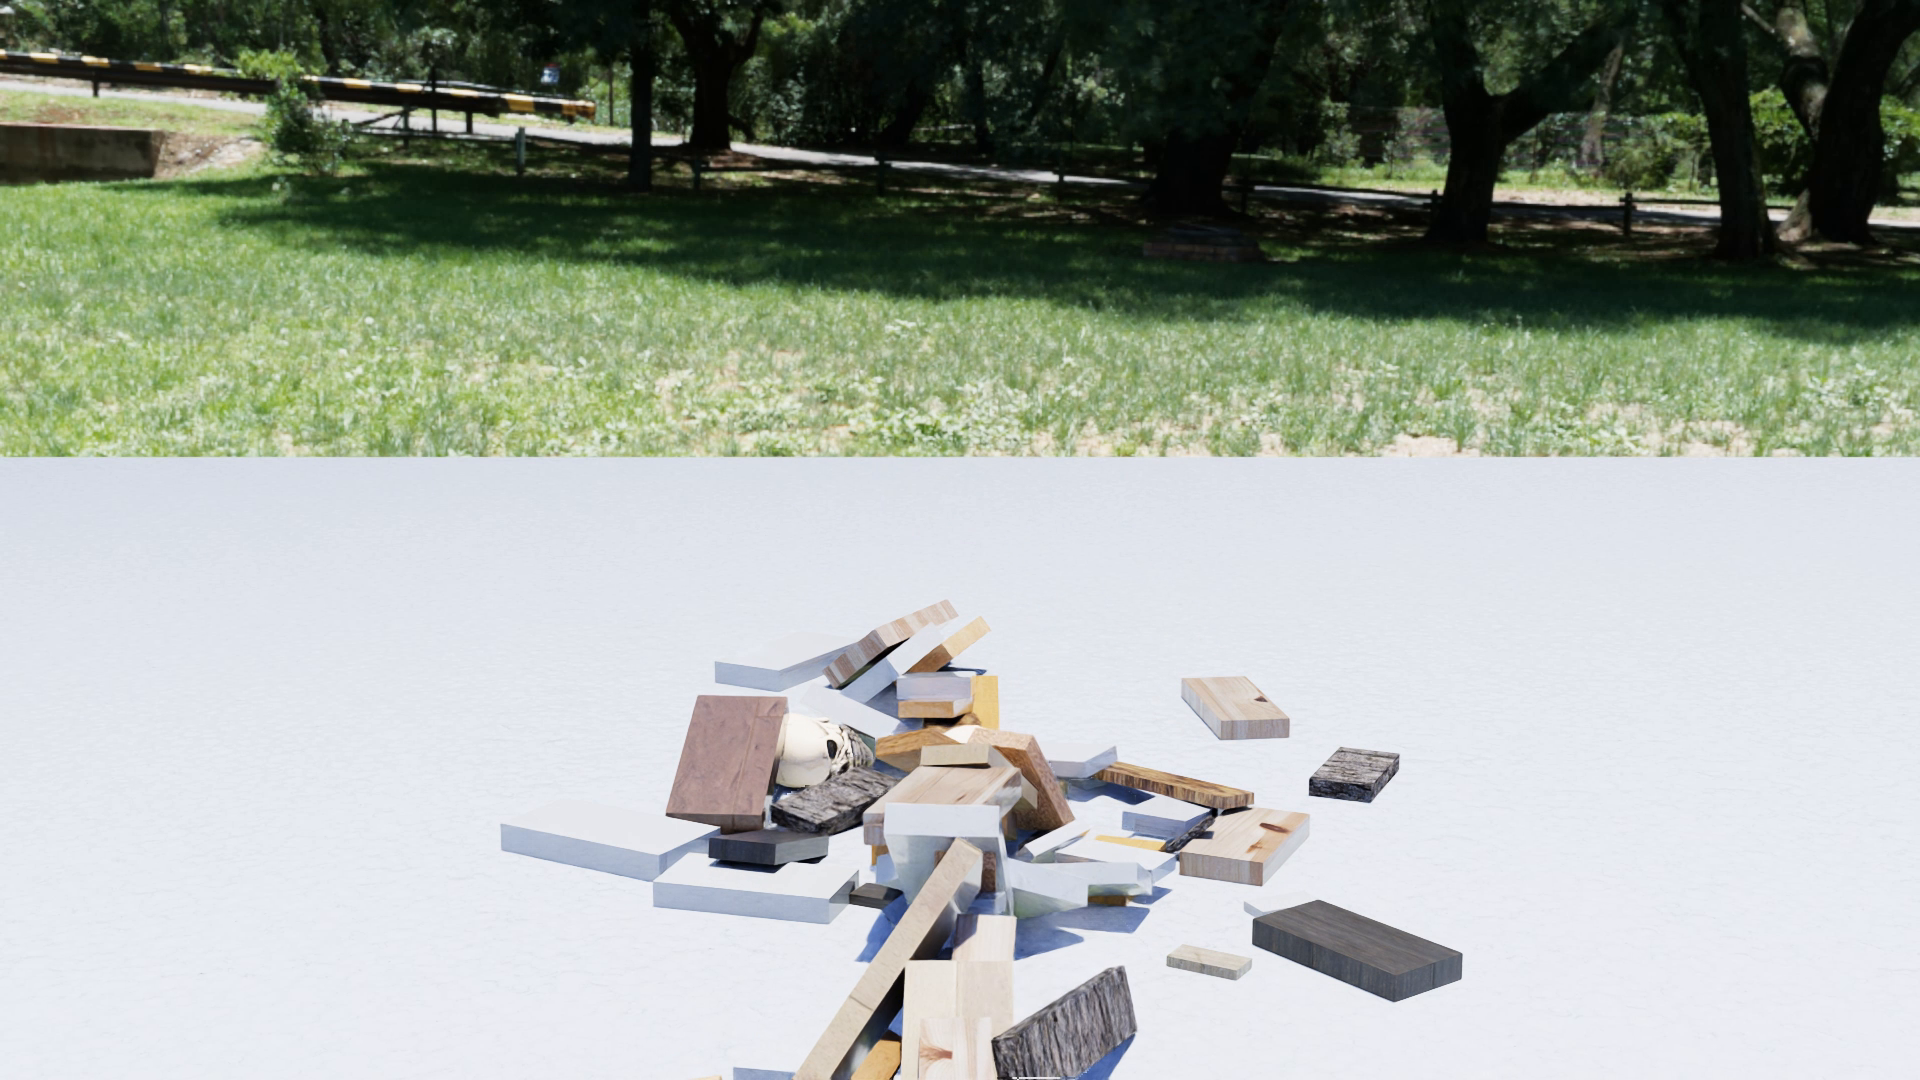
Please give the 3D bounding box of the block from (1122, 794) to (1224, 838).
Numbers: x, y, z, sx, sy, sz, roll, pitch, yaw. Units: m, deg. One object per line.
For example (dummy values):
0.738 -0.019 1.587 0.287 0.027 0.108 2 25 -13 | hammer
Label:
0.402 0.498 4.007 0.122 0.035 0.245 6 7 29 | block

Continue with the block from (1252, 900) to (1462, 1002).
0.605 0.625 3.365 0.148 0.042 0.295 -8 13 -36 | block

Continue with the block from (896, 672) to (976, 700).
-0.048 0.307 4.665 0.152 0.043 0.304 -1 -1 2 | block

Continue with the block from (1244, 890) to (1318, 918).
0.528 0.597 3.587 0.116 0.016 0.058 -5 12 -24 | block

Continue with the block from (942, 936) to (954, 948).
-0.008 0.551 3.015 0.059 0.017 0.117 0 -11 -2 | block

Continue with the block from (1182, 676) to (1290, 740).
0.594 0.363 4.778 0.148 0.042 0.368 -1 11 -7 | block

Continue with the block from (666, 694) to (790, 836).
-0.430 0.417 4.107 0.175 0.050 0.351 1 33 4 | block

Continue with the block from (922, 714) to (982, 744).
-0.014 0.384 4.409 0.111 0.031 0.222 -1 6 -4 | block

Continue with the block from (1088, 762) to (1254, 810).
0.374 0.456 4.142 0.078 0.022 0.439 -3 6 -36 | block

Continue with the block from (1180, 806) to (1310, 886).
0.503 0.533 3.862 0.148 0.042 0.295 5 12 24 | block

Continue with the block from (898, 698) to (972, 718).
-0.048 0.341 4.493 0.111 0.031 0.222 -1 -1 10 | block

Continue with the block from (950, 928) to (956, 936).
-0.013 0.543 3.096 0.059 0.017 0.117 0 -5 7 | block

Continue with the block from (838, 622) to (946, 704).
-0.163 0.289 4.870 0.180 0.051 0.359 -38 -1 18 | block

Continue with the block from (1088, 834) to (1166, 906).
0.258 0.560 3.737 0.122 0.035 0.245 4 11 20 | block

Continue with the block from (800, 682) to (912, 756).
-0.163 0.386 4.352 0.175 0.050 0.351 42 -14 -31 | block

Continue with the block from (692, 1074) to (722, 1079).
-0.383 0.738 2.693 0.133 0.038 0.266 -11 9 10 | block

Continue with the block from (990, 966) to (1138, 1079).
0.143 0.639 2.842 0.026 0.091 0.555 -14 -6 17 | block

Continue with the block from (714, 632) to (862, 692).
-0.398 0.284 5.179 0.180 0.051 0.359 6 12 29 | block

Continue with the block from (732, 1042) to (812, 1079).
-0.214 0.710 2.960 0.166 0.023 0.083 2 11 11 | block

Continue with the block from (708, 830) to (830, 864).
-0.325 0.525 3.767 0.121 0.034 0.241 3 -3 18 | block

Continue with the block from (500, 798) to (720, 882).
-0.616 0.526 3.876 0.351 0.050 0.175 6 12 29 | block

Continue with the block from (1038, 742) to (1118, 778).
0.183 0.425 4.270 0.222 0.031 0.111 -1 12 38 | block

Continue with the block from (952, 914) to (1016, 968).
0.029 0.542 2.808 0.078 0.022 0.156 3 35 3 | block

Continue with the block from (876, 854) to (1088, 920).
0.036 0.530 3.412 0.305 0.043 0.153 21 -28 -37 | block

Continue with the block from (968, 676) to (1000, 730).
0.007 0.378 4.693 0.152 0.043 0.558 0 11 0 | block

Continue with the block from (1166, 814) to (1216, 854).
0.401 0.517 3.845 0.098 0.014 0.049 -37 -7 10 | block

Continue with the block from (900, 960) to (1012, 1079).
-0.003 0.638 2.663 0.134 0.038 0.267 0 50 1 | block

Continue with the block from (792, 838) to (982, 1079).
-0.095 0.569 2.802 0.038 0.133 0.399 29 64 15 | block

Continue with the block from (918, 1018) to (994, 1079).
-0.005 0.622 2.520 0.085 0.024 0.298 -1 12 0 | block

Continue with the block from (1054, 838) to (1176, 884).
0.260 0.538 3.689 0.182 0.026 0.091 6 12 30 | block

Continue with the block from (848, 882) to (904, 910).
-0.113 0.590 3.619 0.125 0.018 0.063 5 12 25 | block

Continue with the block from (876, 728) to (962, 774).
-0.021 0.389 3.811 0.121 0.034 0.241 -15 -32 37 | block

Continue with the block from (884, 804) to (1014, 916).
-0.008 0.481 3.183 0.153 0.043 0.564 1 -22 4 | block

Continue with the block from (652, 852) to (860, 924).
-0.336 0.574 3.635 0.305 0.043 0.153 3 11 16 | block

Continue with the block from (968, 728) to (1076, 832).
0.112 0.432 3.917 0.121 0.241 0.034 4 47 33 | block

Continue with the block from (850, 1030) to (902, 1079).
-0.131 0.693 2.659 0.038 0.133 0.266 30 8 7 | block

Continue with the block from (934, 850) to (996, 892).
0.009 0.481 3.094 0.083 0.023 0.245 2 -22 2 | block

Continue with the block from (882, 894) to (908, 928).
-0.080 0.597 3.502 0.060 0.017 0.120 -36 19 -10 | block

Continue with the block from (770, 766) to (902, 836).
-0.221 0.484 4.059 0.121 0.034 0.241 16 23 38 | block

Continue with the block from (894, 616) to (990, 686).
-0.040 0.264 5.066 0.152 0.043 0.304 -38 -3 20 | block

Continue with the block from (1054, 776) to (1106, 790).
0.229 0.464 4.305 0.056 0.016 0.112 -7 13 -34 | block

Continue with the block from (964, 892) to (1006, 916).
0.015 0.499 3.013 0.083 0.023 0.166 0 -5 6 | block

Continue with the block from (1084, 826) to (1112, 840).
0.248 0.534 3.931 0.049 0.014 0.098 -1 11 -3 | block

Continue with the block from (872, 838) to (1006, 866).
-0.030 0.508 3.595 0.173 0.049 0.346 -2 -9 7 | block

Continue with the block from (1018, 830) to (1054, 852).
0.146 0.538 3.912 0.049 0.014 0.098 5 11 23 | block

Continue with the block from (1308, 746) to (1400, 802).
0.771 0.457 4.292 0.121 0.034 0.241 5 11 23 | block

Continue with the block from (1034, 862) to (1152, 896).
0.179 0.552 3.566 0.245 0.035 0.122 -4 -18 15 | block

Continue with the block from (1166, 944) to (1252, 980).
0.379 0.642 3.344 0.116 0.016 0.058 6 12 30 | block

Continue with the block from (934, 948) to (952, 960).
0.002 0.565 2.912 0.078 0.022 0.191 0 -3 -3 | block

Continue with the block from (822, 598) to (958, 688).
-0.159 0.240 5.134 0.180 0.051 0.359 -39 -9 27 | block

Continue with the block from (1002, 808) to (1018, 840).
0.002 0.485 3.759 0.173 0.049 0.347 -1 -9 4 | block

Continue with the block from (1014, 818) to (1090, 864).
0.144 0.533 3.736 0.026 0.091 0.182 47 31 19 | block

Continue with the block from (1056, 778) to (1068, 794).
0.145 0.470 4.150 0.078 0.022 0.156 9 6 18 | block

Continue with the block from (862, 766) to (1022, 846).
-0.023 0.420 3.488 0.173 0.049 0.346 0 6 13 | block

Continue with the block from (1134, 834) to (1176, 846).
0.343 0.537 3.909 0.058 0.016 0.116 9 14 39 | block

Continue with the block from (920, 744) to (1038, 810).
0.035 0.408 3.756 0.121 0.034 0.241 -5 -27 22 | block
